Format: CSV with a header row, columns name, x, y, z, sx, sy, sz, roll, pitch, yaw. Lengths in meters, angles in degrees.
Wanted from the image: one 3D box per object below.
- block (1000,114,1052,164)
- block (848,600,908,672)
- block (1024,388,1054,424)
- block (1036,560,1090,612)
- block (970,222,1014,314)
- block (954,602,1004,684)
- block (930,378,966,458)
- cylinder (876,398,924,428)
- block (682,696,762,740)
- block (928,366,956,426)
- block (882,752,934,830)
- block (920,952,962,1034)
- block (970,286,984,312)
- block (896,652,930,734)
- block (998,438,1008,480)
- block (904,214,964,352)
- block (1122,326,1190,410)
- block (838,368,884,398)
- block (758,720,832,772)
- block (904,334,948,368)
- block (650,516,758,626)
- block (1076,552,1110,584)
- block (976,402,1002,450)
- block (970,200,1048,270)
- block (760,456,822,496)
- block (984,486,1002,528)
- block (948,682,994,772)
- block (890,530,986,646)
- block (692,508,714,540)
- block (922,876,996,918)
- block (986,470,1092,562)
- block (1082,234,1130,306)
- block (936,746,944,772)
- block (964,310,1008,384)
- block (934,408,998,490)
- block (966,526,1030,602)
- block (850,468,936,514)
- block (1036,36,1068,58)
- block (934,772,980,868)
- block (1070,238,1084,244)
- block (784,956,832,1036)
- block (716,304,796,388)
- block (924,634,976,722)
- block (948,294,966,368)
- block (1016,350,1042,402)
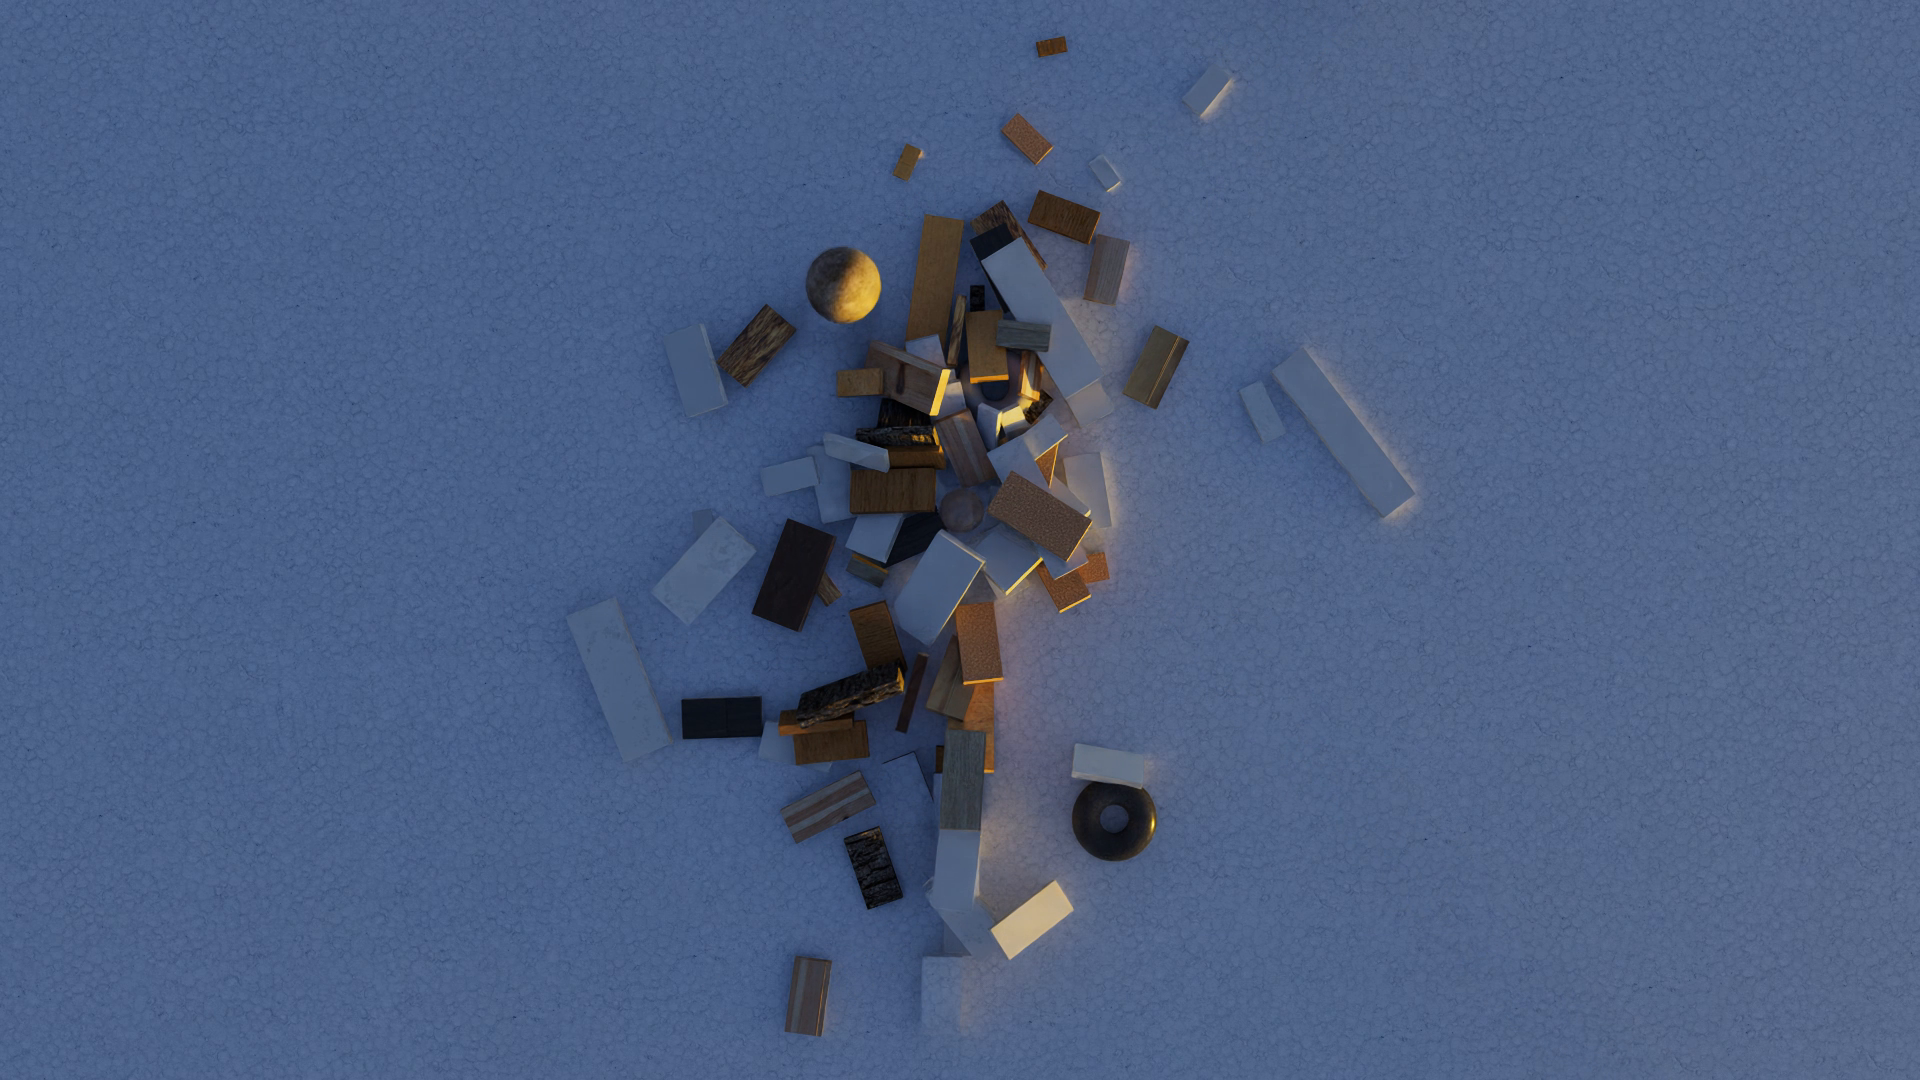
name,x,y,z,sx,sy,sz,roll,pitch,yaw
block,0.223,-1.334,5.489,0.162,0.023,0.081,44,90,0
block,-0.269,0.333,5.450,0.123,0.035,0.247,-16,102,7
block,0.254,-0.444,5.492,0.056,0.016,0.112,42,90,0
block,0.326,0.113,5.446,0.114,0.032,0.229,-27,75,-4
block,0.148,-0.896,5.442,0.132,0.037,0.265,-26,92,0
block,0.061,0.339,5.439,0.130,0.037,0.260,-6,72,-3
block,-0.033,-0.396,5.430,0.124,0.035,0.248,-13,112,1
cylinder,-0.196,-0.387,5.430,0.141,0.141,0.141,9,90,0
block,-0.790,0.590,5.481,0.262,0.037,0.131,-2,90,0
block,-0.055,-0.451,5.443,0.113,0.032,0.227,-11,112,0
block,-0.164,0.832,5.483,0.117,0.033,0.233,-21,90,0
block,-0.061,1.503,5.464,0.134,0.038,0.267,1,97,0
block,0.058,-0.787,5.493,0.048,0.014,0.121,-1,90,0
block,-0.156,0.501,5.435,0.037,0.130,0.260,16,90,0
block,0.143,-0.264,5.466,0.020,0.070,0.140,-13,90,-35
block,-0.091,-0.810,5.481,0.132,0.037,0.524,9,90,0
block,0.650,-0.573,5.482,0.125,0.035,0.249,26,90,0
block,-0.330,-0.519,5.442,0.172,0.024,0.086,0,90,34
block,-0.539,0.687,5.483,0.242,0.034,0.121,13,90,0
block,-0.097,-0.557,5.439,0.113,0.032,0.227,-13,111,6
block,-0.847,0.103,5.463,0.169,0.048,0.338,43,93,-4
block,0.400,0.103,5.487,0.182,0.026,0.091,-11,90,0
block,0.092,-0.371,5.416,0.077,0.155,0.022,27,47,21
block,0.162,-0.980,5.481,0.132,0.037,0.265,-34,90,0
block,-0.563,-0.211,5.466,0.190,0.027,0.095,-13,90,13
block,0.127,-0.107,5.490,0.070,0.020,0.140,11,90,0
block,0.035,0.611,5.427,0.152,0.043,0.304,0,70,0
block,-0.080,0.158,5.403,0.177,0.050,0.354,34,112,6
block,-0.848,-0.035,5.491,0.065,0.018,0.131,-10,90,0
block,-0.002,1.191,5.450,0.117,0.033,0.233,-43,90,-1
block,0.256,-0.077,5.316,0.307,0.043,0.153,32,88,6
block,0.487,-0.897,5.485,0.109,0.031,0.218,13,90,0
block,-0.006,0.834,5.445,0.152,0.043,0.304,2,90,0
block,0.087,-0.637,5.418,0.124,0.035,0.248,-5,66,2
block,0.019,-0.300,5.434,0.124,0.035,0.248,-22,111,4
block,0.125,0.079,5.473,0.114,0.032,0.229,-29,95,0
block,-0.220,-0.160,5.405,0.280,0.040,0.140,-1,79,15
block,0.306,-1.643,5.493,0.096,0.014,0.048,-12,90,0
block,-0.011,0.915,5.402,0.152,0.043,0.304,0,91,0
block,0.397,-1.037,5.493,0.048,0.014,0.096,6,90,0
block,-0.504,1.516,5.483,0.123,0.035,0.246,8,90,0
block,-0.677,-0.644,5.482,0.129,0.036,0.257,41,90,0
block,-0.009,0.456,5.437,0.130,0.037,0.260,20,71,3
block,-0.010,-0.687,5.443,0.032,0.113,0.227,8,90,0
block,0.232,-0.539,5.421,0.077,0.022,0.155,21,68,-35
